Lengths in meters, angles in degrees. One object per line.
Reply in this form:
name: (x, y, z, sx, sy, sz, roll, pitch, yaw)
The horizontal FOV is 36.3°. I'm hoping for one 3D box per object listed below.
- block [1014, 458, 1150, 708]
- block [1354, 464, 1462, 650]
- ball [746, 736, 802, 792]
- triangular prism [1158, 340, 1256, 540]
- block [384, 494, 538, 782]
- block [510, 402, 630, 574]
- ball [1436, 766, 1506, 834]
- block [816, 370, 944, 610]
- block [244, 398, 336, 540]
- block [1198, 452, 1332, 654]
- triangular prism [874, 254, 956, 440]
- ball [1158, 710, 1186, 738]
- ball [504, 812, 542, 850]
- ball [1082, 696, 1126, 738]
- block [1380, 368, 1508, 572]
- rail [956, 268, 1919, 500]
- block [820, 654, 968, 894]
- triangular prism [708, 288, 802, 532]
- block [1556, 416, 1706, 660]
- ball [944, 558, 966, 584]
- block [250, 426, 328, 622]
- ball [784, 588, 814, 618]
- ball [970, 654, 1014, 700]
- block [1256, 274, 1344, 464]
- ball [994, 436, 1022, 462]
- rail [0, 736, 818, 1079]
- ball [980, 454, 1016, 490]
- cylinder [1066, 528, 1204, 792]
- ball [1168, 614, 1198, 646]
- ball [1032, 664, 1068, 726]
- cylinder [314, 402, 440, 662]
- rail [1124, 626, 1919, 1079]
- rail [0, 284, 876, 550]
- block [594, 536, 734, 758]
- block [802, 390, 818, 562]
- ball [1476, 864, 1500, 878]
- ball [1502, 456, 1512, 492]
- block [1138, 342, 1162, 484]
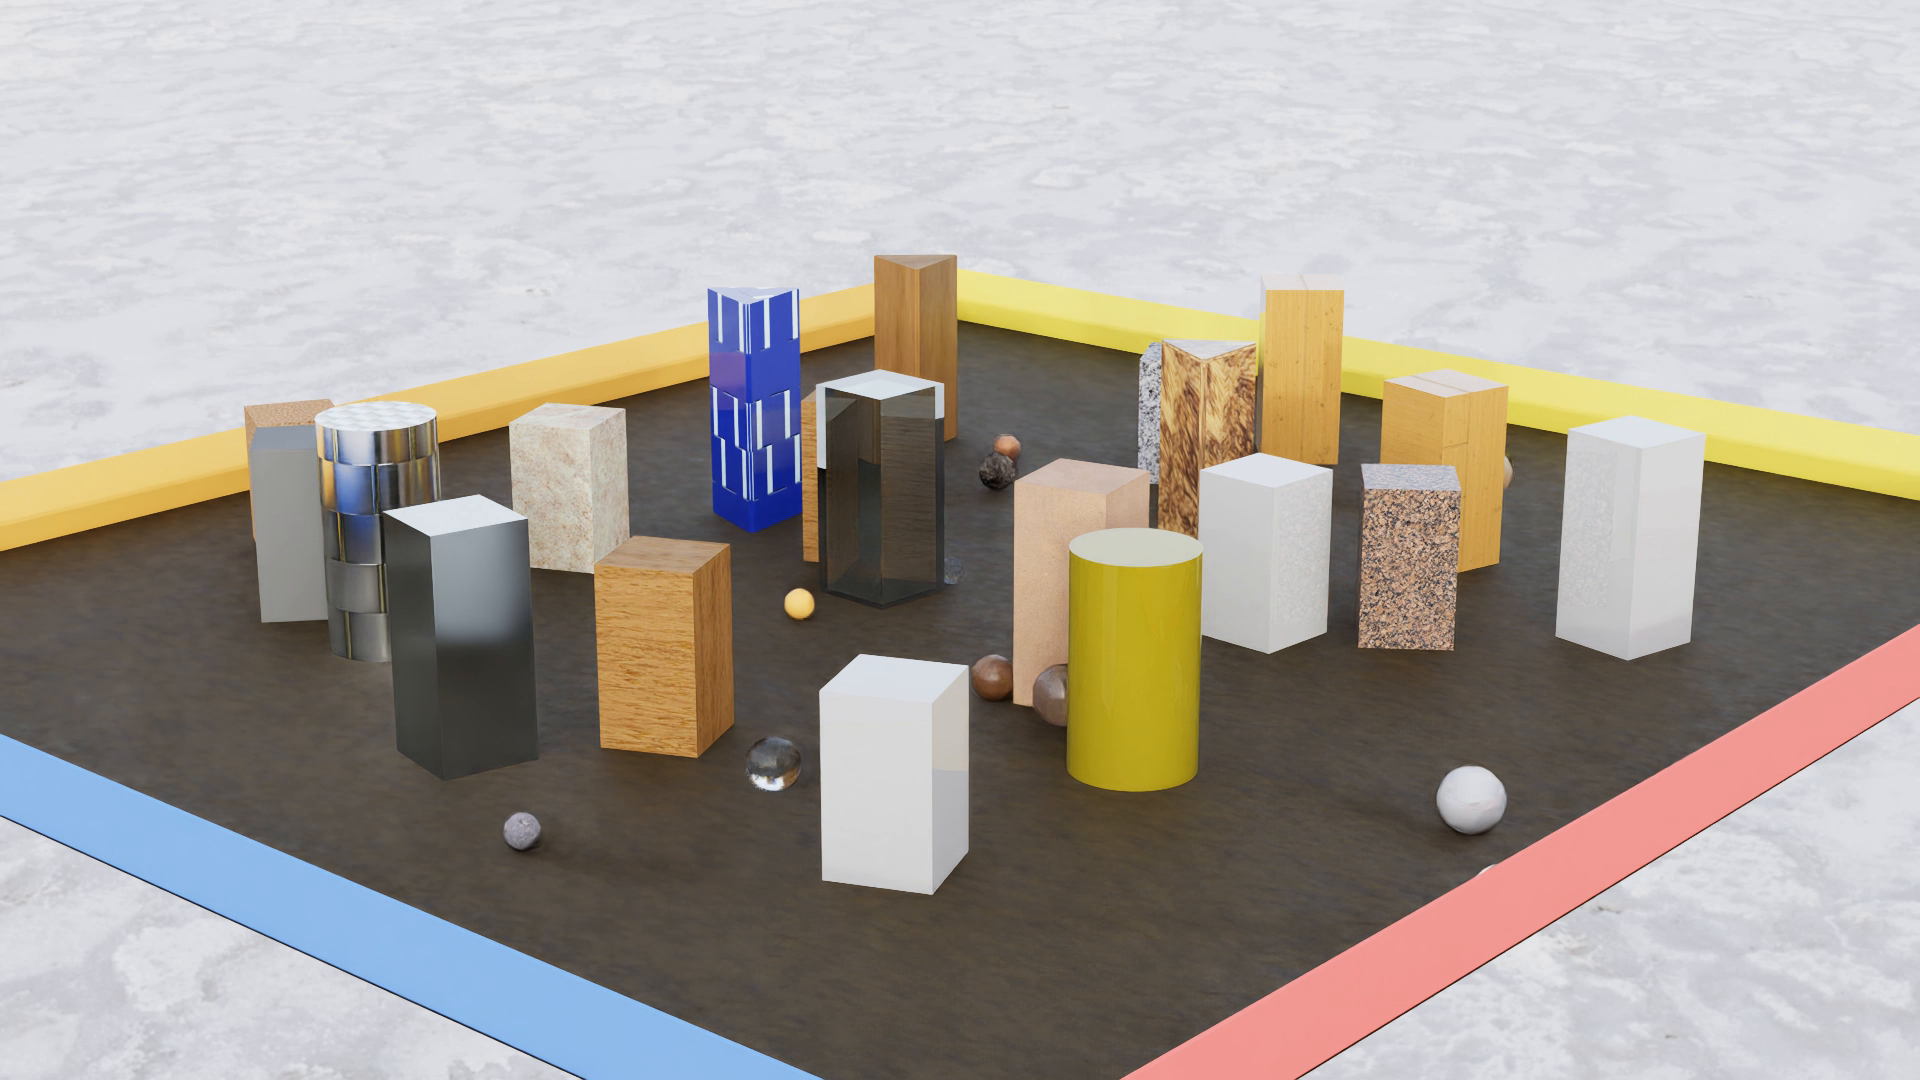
block: (0.189, 0.074, 4.576, 0.156, 0.361, 0.156, 9, 19, 27)
block: (0.744, 0.027, 4.885, 0.156, 0.274, 0.156, 1, 17, 5)
ball: (-0.269, 0.323, 4.239, 0.080, 0.080, 0.080, 0, 17, 0)
triangular prism: (0.426, -0.170, 5.350, 0.146, 0.382, 0.169, 13, 21, 36)
block: (-0.736, 0.142, 4.330, 0.156, 0.373, 0.156, -12, 20, -34)
block: (-0.704, -0.096, 5.304, 0.156, 0.266, 0.156, 5, 18, 17)
ball: (0.712, 0.362, 4.083, 0.096, 0.096, 0.096, 0, 17, 0)
block: (-0.137, -0.090, 5.100, 0.156, 0.373, 0.156, 15, 23, 41)
block: (-1.216, -0.113, 5.384, 0.156, 0.253, 0.156, -6, 18, -21)
block: (0.507, 0.020, 4.891, 0.156, 0.284, 0.156, 16, 23, 42)
triangular prism: (-0.070, -0.395, 6.088, 0.146, 0.386, 0.169, -10, 20, -30)
ball: (0.321, 0.280, 4.446, 0.042, 0.042, 0.042, 0, 17, 0)
ball: (-0.602, 0.400, 4.032, 0.051, 0.051, 0.051, 0, 17, 0)
ball: (0.217, 0.268, 4.445, 0.066, 0.066, 0.066, 0, 17, 0)
block: (0.867, -0.122, 5.280, 0.156, 0.331, 0.156, -11, 20, -33)
rail: (1.080, -0.327, 6.311, 2.993, 0.126, 0.045, 14, 22, 39)
block: (-0.087, 0.313, 3.943, 0.156, 0.270, 0.156, 5, 18, 17)
triangular prism: (-0.410, -0.254, 5.534, 0.146, 0.437, 0.169, 10, 19, 29)
block: (1.107, -0.006, 4.847, 0.156, 0.358, 0.156, -12, 21, -35)
ball: (-0.014, 0.054, 5.186, 0.047, 0.047, 0.047, 0, 17, 0)
block: (-1.122, -0.030, 5.024, 0.156, 0.303, 0.156, -3, 17, -9)
ball: (-0.274, 0.109, 4.999, 0.051, 0.051, 0.051, 0, 17, 0)
ball: (0.052, 0.216, 4.605, 0.073, 0.073, 0.073, 0, 17, 0)
block: (0.692, -0.350, 5.983, 0.156, 0.360, 0.156, 0, 17, 2)
ball: (0.097, -0.185, 5.968, 0.055, 0.055, 0.055, 0, 17, 0)
rail: (-1.080, 0.391, 3.930, 2.993, 0.126, 0.045, 14, 22, 39)
ball: (0.074, -0.135, 5.769, 0.072, 0.072, 0.072, 0, 17, 0)
cylinder: (0.254, 0.173, 4.285, 0.195, 0.340, 0.195, 0, 17, 0)
ball: (0.370, 0.149, 4.865, 0.052, 0.052, 0.052, 0, 17, 0)
ball: (0.158, 0.237, 4.492, 0.097, 0.097, 0.097, 0, 17, 0)
cylinder: (-0.950, -0.015, 4.824, 0.195, 0.389, 0.195, 0, 17, 0)
rail: (1.112, 0.311, 4.196, 0.045, 0.126, 3.341, 14, 22, 39)
rail: (-1.112, -0.247, 6.045, 0.045, 0.126, 3.341, 14, 22, 39)
block: (-0.444, 0.159, 4.422, 0.156, 0.288, 0.156, 5, 17, 16)
block: (-0.189, -0.121, 5.332, 0.156, 0.298, 0.156, 4, 17, 14)
ball: (0.703, 0.456, 3.819, 0.067, 0.067, 0.067, 0, 17, 0)
ball: (1.029, -0.130, 5.715, 0.094, 0.094, 0.094, 0, 17, 0)
block: (0.445, -0.251, 5.846, 0.156, 0.251, 0.156, 3, 17, 11)
